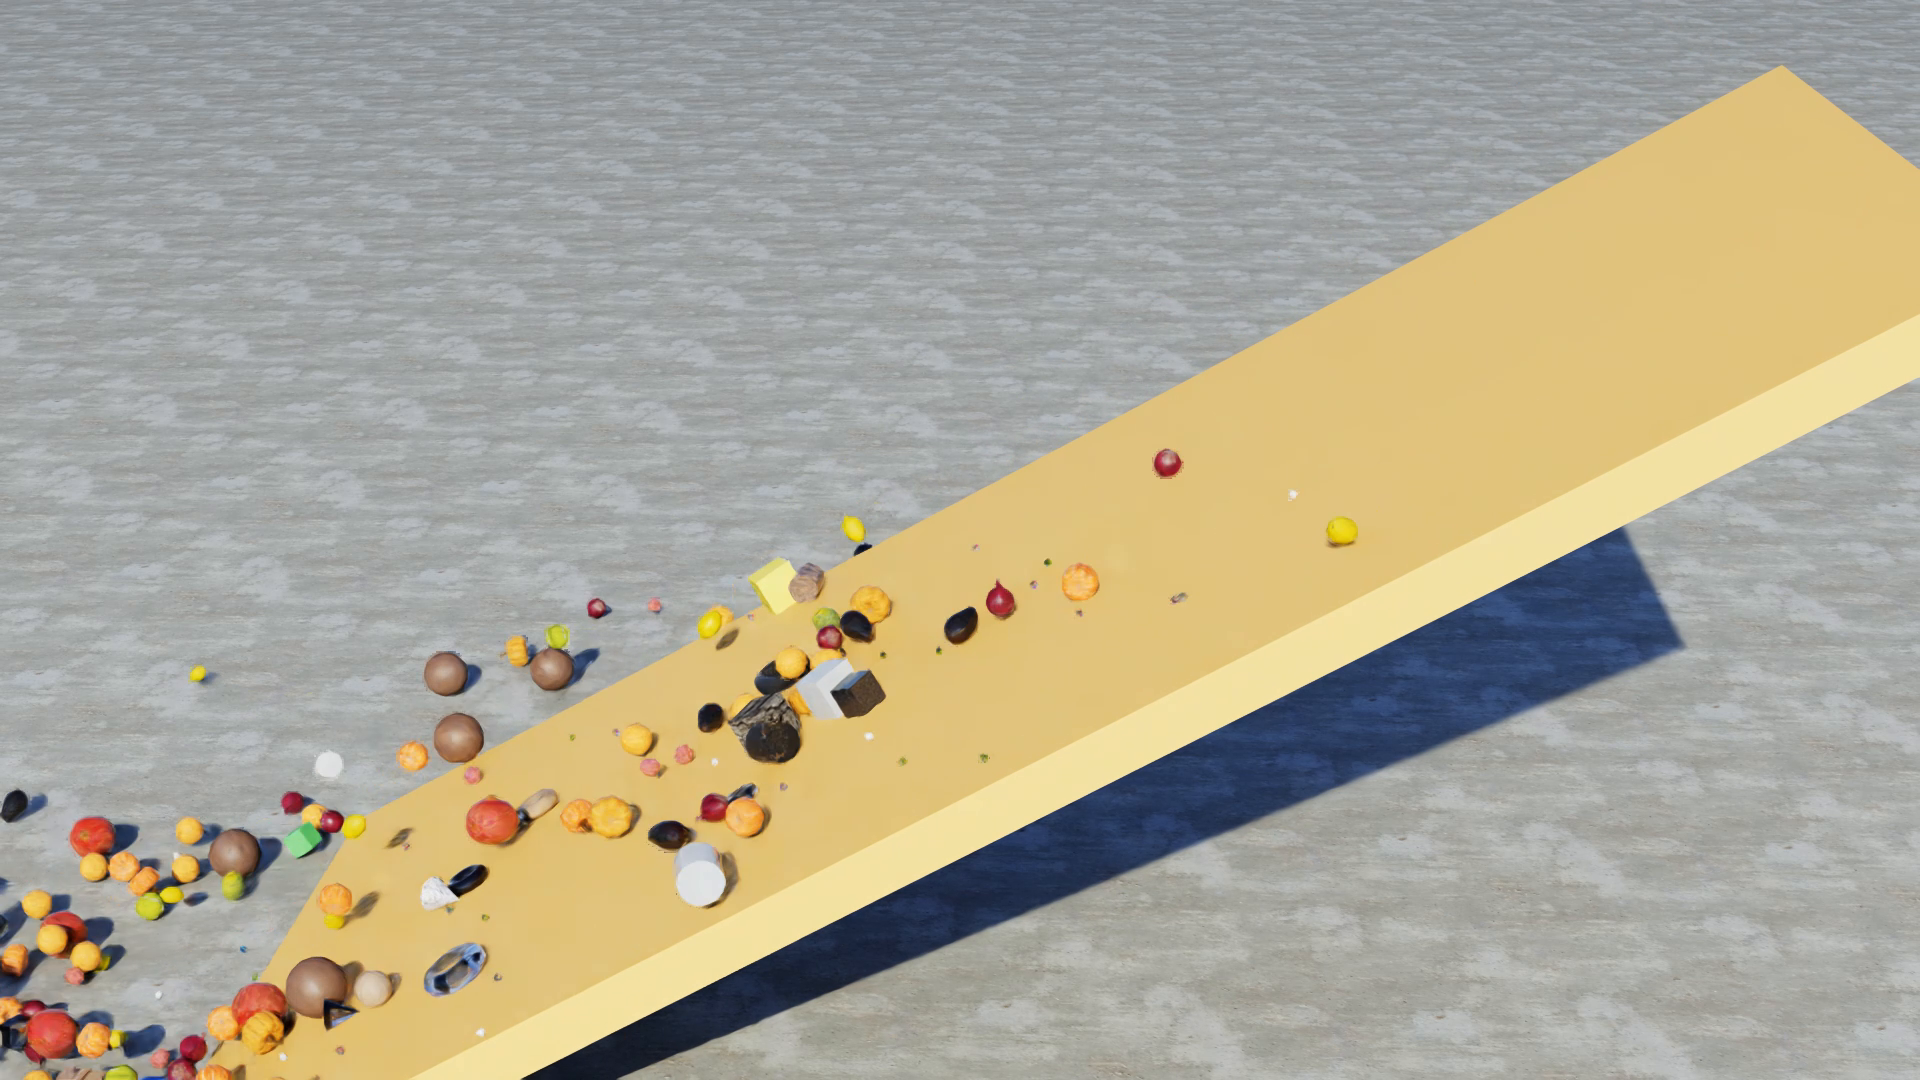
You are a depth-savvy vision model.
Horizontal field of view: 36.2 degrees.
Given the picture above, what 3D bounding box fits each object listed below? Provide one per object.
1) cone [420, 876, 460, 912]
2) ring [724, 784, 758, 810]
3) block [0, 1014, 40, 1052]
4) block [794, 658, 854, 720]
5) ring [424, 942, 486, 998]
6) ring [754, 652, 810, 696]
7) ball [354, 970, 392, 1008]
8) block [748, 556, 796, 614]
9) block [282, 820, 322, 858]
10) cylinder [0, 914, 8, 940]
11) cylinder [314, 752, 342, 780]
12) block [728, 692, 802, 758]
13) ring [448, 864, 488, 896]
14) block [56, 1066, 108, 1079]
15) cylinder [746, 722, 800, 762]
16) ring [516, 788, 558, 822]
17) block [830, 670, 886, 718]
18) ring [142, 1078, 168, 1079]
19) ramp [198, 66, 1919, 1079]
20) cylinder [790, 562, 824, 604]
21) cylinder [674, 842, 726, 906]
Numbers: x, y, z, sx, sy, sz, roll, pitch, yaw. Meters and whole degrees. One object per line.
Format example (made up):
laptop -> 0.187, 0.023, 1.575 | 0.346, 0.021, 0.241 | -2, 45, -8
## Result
cone -> -1.130, 0.785, 6.469 | 0.078, 0.078, 0.078 | 6, 19, 29
ring -> -0.447, 0.525, 6.006 | 0.078, 0.026, 0.078 | -31, 11, 6
block -> -2.122, 1.113, 6.637 | 0.056, 0.056, 0.056 | 9, 20, 26
block -> -0.272, 0.316, 6.226 | 0.092, 0.092, 0.092 | -39, 16, -29
ring -> -1.023, 0.871, 5.954 | 0.143, 0.048, 0.143 | -30, 18, 11
ring -> -0.401, 0.301, 6.632 | 0.139, 0.046, 0.139 | -28, 15, 8
ball -> -1.214, 0.928, 6.083 | 0.078, 0.078, 0.078 | 0, 18, 0
block -> -0.450, 0.113, 7.259 | 0.097, 0.097, 0.097 | -34, 15, -11
block -> -1.701, 0.776, 7.611 | 0.061, 0.061, 0.061 | -33, 8, 21
cylinder -> -2.352, 0.947, 7.104 | 0.077, 0.077, 0.077 | 2, 19, 6
cylinder -> -1.528, 0.545, 7.108 | 0.063, 0.063, 0.063 | -7, -6, -20
block -> -0.414, 0.393, 6.252 | 0.092, 0.092, 0.092 | -16, 20, 44
ring -> -1.092, 0.754, 6.519 | 0.098, 0.033, 0.098 | -28, 16, 8
block -> -1.889, 1.196, 6.306 | 0.091, 0.091, 0.091 | 6, 18, 4
cylinder -> -0.390, 0.421, 6.125 | 0.083, 0.083, 0.083 | -12, 3, -32
ring -> -0.972, 0.609, 6.758 | 0.106, 0.035, 0.106 | -28, 15, 8
block -> -0.212, 0.321, 6.135 | 0.069, 0.069, 0.069 | -13, 23, 50
ring -> -1.742, 1.190, 6.270 | 0.145, 0.048, 0.145 | -6, 14, 2
ramp -> 0.142, 0.168, 6.284 | 4.000, 0.100, 2.000 | -28, 15, 12
cylinder -> -0.373, 0.105, 7.168 | 0.073, 0.073, 0.073 | 2, 33, 7
cylinder -> -0.487, 0.623, 5.493 | 0.090, 0.090, 0.090 | -3, 18, -8
